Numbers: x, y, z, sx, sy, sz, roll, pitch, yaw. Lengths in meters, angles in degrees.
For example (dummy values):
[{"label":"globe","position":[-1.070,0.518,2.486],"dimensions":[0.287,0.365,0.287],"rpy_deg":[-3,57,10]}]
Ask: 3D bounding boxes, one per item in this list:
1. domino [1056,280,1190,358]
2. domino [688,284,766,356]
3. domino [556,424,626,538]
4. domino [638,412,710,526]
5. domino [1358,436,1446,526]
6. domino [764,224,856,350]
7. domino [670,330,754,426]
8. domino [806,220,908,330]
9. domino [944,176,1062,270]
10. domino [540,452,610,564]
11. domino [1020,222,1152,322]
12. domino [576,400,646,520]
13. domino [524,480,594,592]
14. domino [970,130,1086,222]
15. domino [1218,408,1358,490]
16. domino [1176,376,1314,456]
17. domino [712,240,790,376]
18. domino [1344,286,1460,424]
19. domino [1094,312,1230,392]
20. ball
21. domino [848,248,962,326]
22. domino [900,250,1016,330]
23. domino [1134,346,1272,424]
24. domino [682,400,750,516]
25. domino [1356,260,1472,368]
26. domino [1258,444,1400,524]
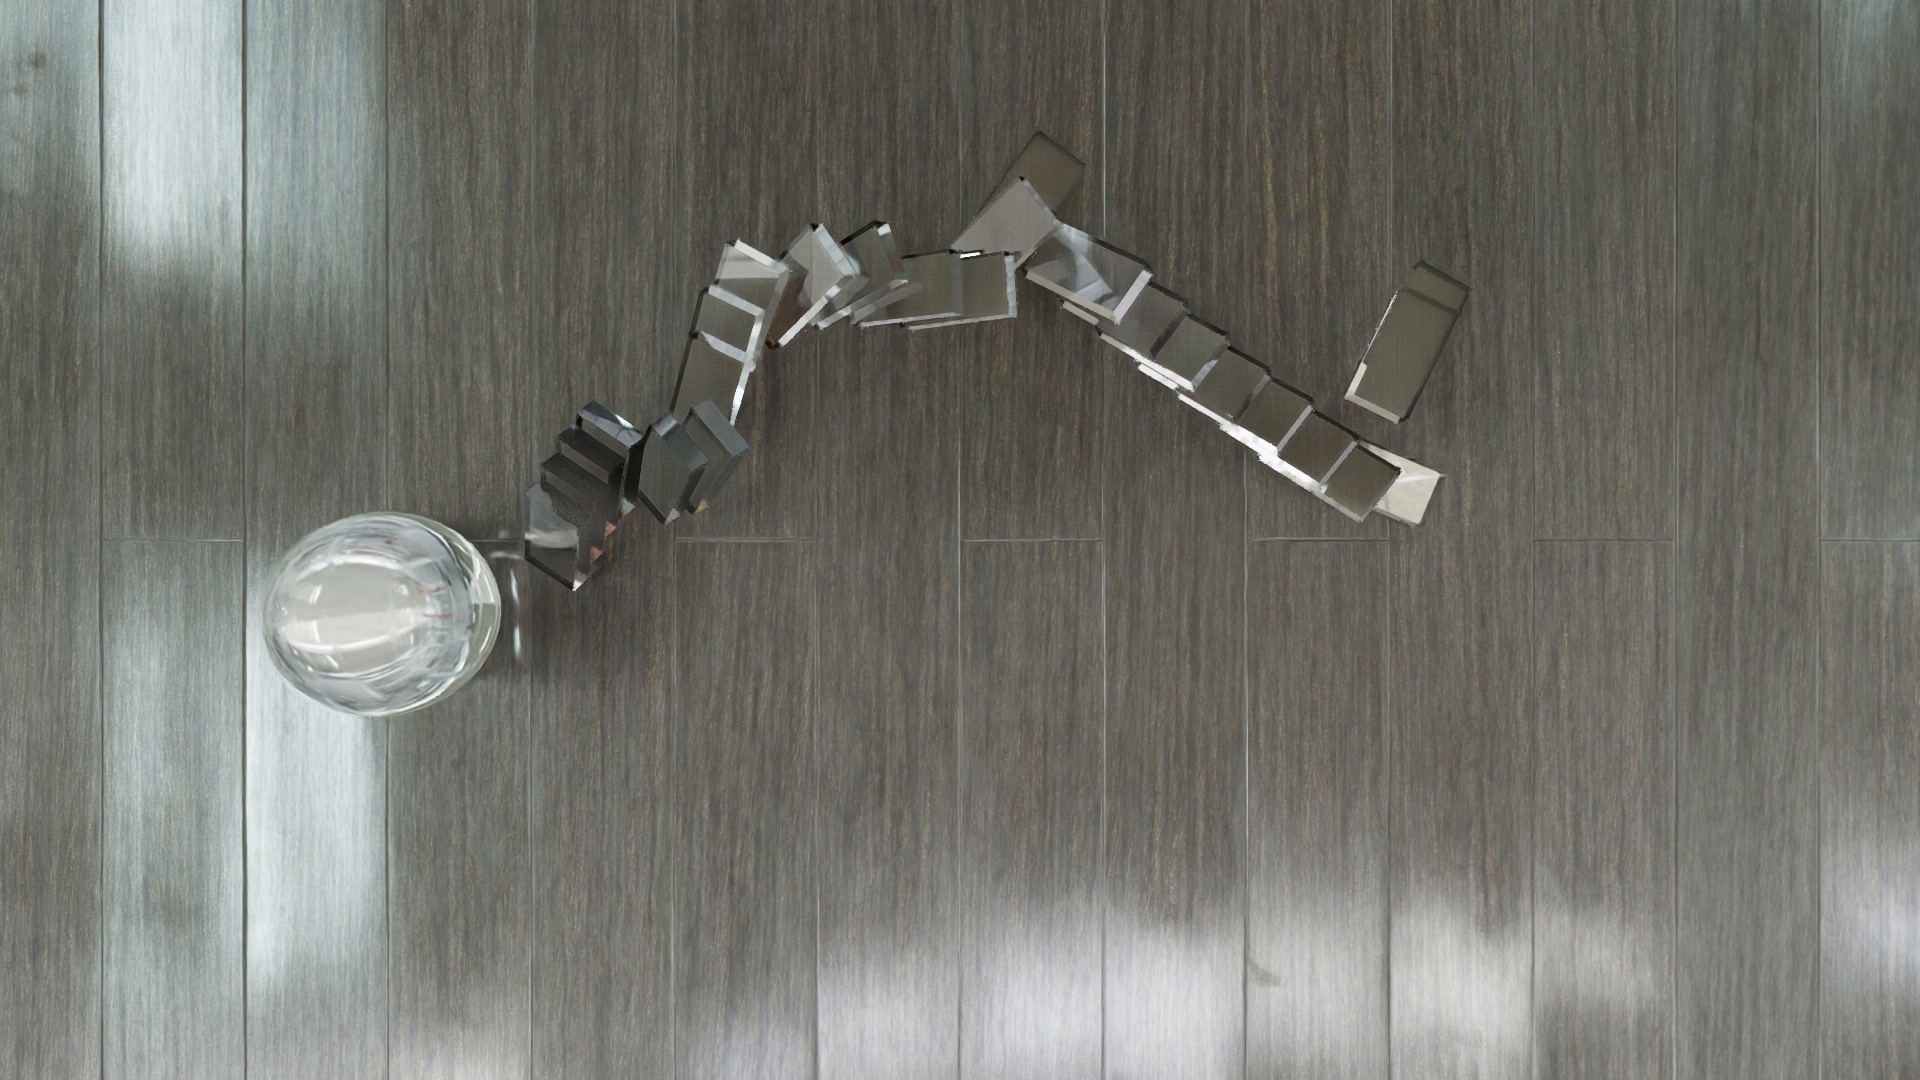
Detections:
[{"label":"domino","position":[0.068,-0.100,0.385],"dimensions":[0.050,0.010,0.025],"rpy_deg":[38,90,26]},{"label":"domino","position":[-0.101,-0.078,0.384],"dimensions":[0.025,0.009,0.050],"rpy_deg":[25,120,0]},{"label":"domino","position":[-0.153,-0.023,0.378],"dimensions":[0.025,0.050,0.010],"rpy_deg":[34,50,0]},{"label":"domino","position":[-0.121,-0.028,0.377],"dimensions":[0.025,0.050,0.010],"rpy_deg":[49,51,1]},{"label":"domino","position":[0.180,-0.027,0.395],"dimensions":[0.050,0.010,0.025],"rpy_deg":[23,90,0]},{"label":"domino","position":[-0.069,-0.105,0.383],"dimensions":[0.050,0.010,0.025],"rpy_deg":[-35,90,31]},{"label":"domino","position":[-0.106,-0.059,0.383],"dimensions":[0.025,0.009,0.050],"rpy_deg":[26,120,0]},{"label":"domino","position":[-0.048,-0.110,0.383],"dimensions":[0.050,0.009,0.025],"rpy_deg":[-19,90,32]},{"label":"domino","position":[0.015,-0.124,0.384],"dimensions":[0.050,0.009,0.025],"rpy_deg":[-37,90,28]},{"label":"domino","position":[-0.159,-0.012,0.378],"dimensions":[0.025,0.050,0.009],"rpy_deg":[34,50,0]},{"label":"domino","position":[0.052,-0.113,0.384],"dimensions":[0.050,0.010,0.025],"rpy_deg":[34,89,26]},{"label":"domino","position":[-0.145,-0.032,0.378],"dimensions":[0.025,0.050,0.009],"rpy_deg":[33,50,0]},{"label":"domino","position":[-0.166,-0.001,0.378],"dimensions":[0.025,0.050,0.009],"rpy_deg":[34,50,0]},{"label":"domino","position":[0.029,-0.148,0.395],"dimensions":[0.025,0.010,0.050],"rpy_deg":[36,90,0]},{"label":"domino","position":[0.137,-0.046,0.384],"dimensions":[0.050,0.009,0.025],"rpy_deg":[39,91,27]},{"label":"domino","position":[0.119,-0.060,0.385],"dimensions":[0.050,0.010,0.025],"rpy_deg":[37,90,26]},{"label":"domino","position":[-0.092,-0.096,0.383],"dimensions":[0.025,0.010,0.050],"rpy_deg":[29,120,1]},{"label":"domino","position":[0.186,-0.078,0.386],"dimensions":[0.025,0.010,0.050],"rpy_deg":[26,90,0]},{"label":"domino","position":[0.085,-0.086,0.385],"dimensions":[0.050,0.010,0.025],"rpy_deg":[38,90,26]},{"label":"ball","position":[-0.225,0.029,0.360],"dimensions":[0.080,0.080,0.080],"rpy_deg":[0,90,0]},{"label":"domino","position":[-0.024,-0.105,0.383],"dimensions":[0.050,0.009,0.025],"rpy_deg":[0,96,27]},{"label":"domino","position":[-0.002,-0.104,0.384],"dimensions":[0.050,0.009,0.025],"rpy_deg":[-1,95,24]},{"label":"domino","position":[0.101,-0.072,0.385],"dimensions":[0.050,0.010,0.025],"rpy_deg":[37,90,26]},{"label":"domino","position":[-0.107,-0.033,0.379],"dimensions":[0.025,0.050,0.009],"rpy_deg":[50,46,0]},{"label":"domino","position":[0.196,-0.091,0.395],"dimensions":[0.025,0.009,0.050],"rpy_deg":[29,90,0]},{"label":"domino","position":[0.154,-0.032,0.384],"dimensions":[0.050,0.009,0.025],"rpy_deg":[40,92,27]}]
